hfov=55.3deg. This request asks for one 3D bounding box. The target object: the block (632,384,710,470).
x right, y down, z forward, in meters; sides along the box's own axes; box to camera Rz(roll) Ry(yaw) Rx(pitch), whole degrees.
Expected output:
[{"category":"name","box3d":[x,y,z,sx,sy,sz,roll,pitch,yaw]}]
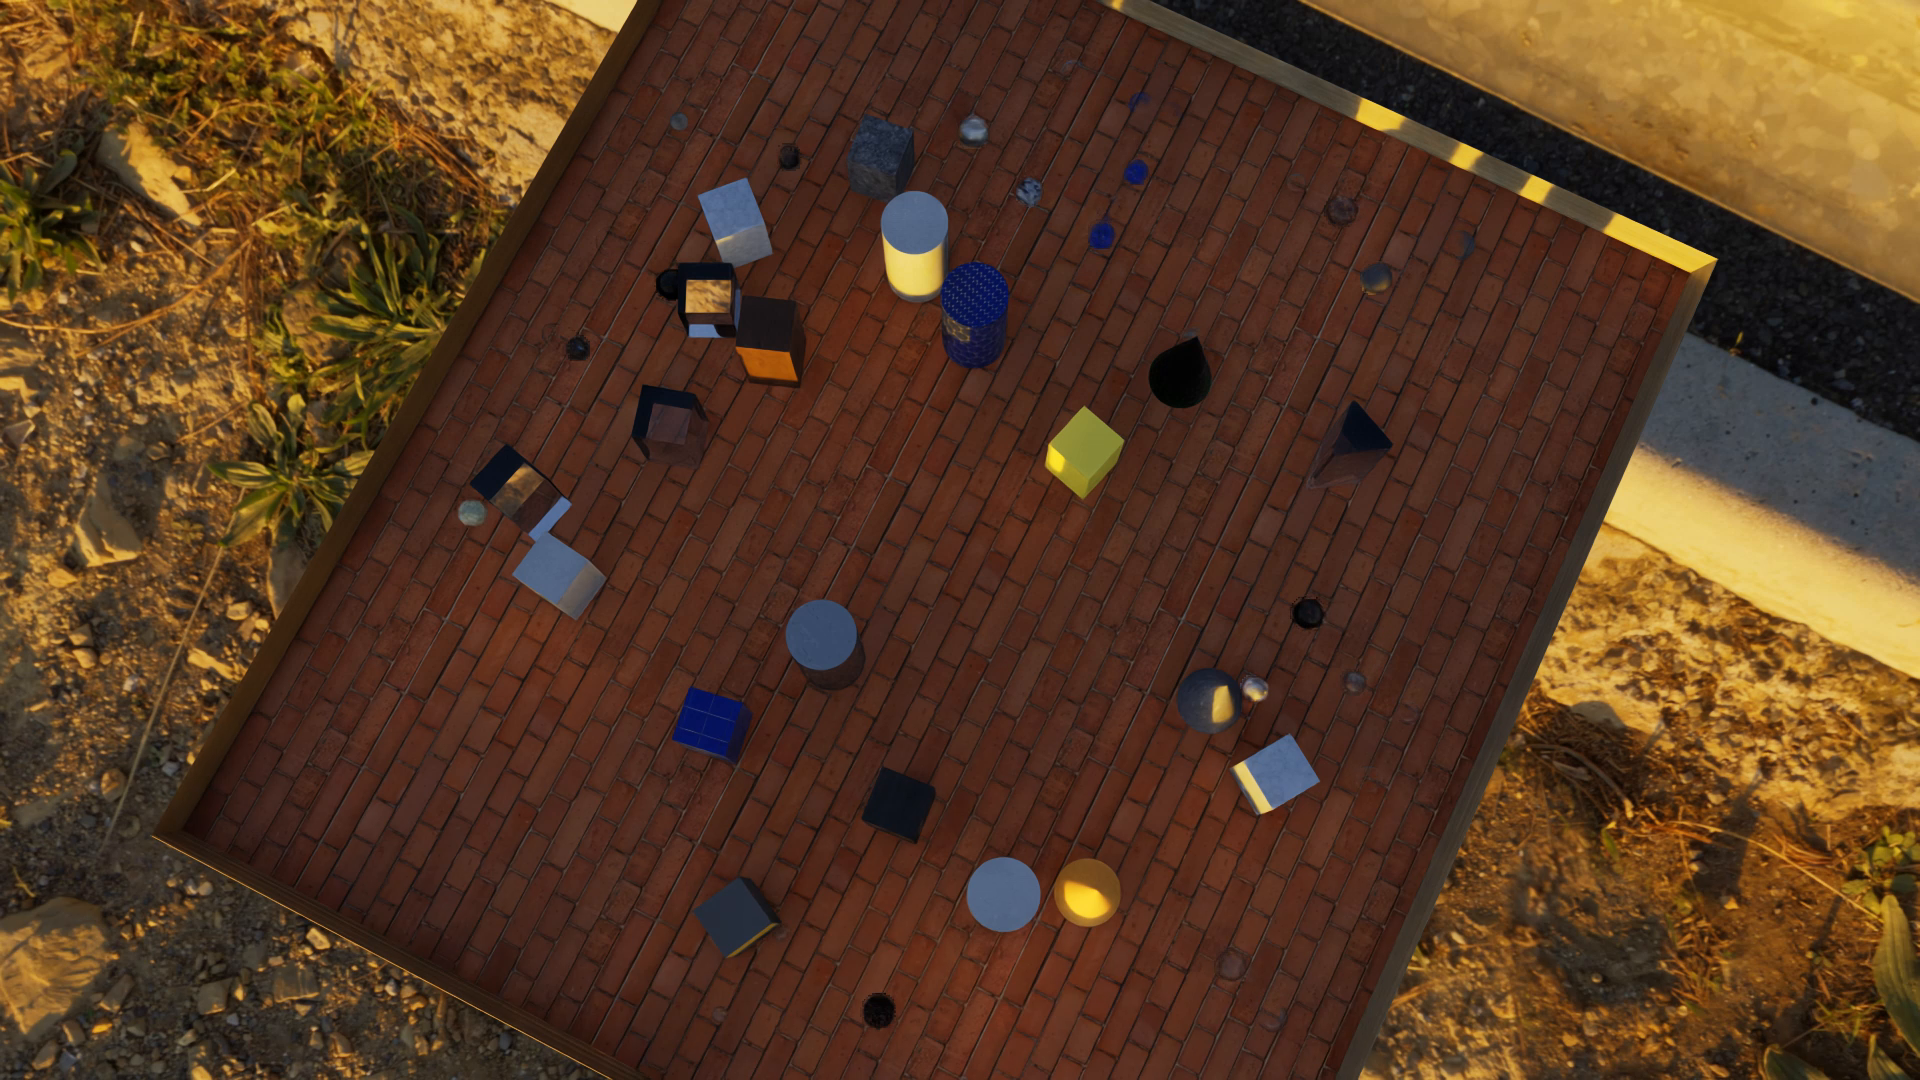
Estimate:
[{"category":"block","box3d":[-0.871,-0.337,5.531,0.159,0.305,0.159,10,78,2]}]

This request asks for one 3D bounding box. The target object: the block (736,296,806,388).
[{"category":"block","box3d":[-0.569,-0.596,5.550,0.159,0.372,0.159,6,78,1]}]

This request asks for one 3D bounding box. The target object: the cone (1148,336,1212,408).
[{"category":"cone","box3d":[0.688,-0.549,5.515,0.199,0.421,0.199,0,78,0]}]

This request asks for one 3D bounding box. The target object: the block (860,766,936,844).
[{"category":"block","box3d":[-0.174,0.770,5.295,0.159,0.318,0.159,21,79,4]}]

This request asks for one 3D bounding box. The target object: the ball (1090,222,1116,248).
[{"category":"ball","box3d":[0.448,-0.962,5.773,0.083,0.083,0.083,0,78,0]}]

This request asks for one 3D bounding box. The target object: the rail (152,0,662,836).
[{"category":"rail","box3d":[-1.502,-0.729,5.701,0.045,0.129,3.673,26,80,5]}]

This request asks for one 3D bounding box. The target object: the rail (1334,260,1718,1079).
[{"category":"rail","box3d":[1.502,0.742,5.396,0.045,0.129,3.673,26,80,5]}]

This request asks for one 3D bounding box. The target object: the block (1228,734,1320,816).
[{"category":"block","box3d":[0.911,0.684,5.330,0.159,0.283,0.159,-30,80,-6]}]

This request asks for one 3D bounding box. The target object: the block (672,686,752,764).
[{"category":"block","box3d":[-0.721,0.545,5.362,0.159,0.278,0.159,17,79,3]}]

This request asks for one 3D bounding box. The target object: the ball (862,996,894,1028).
[{"category":"ball","box3d":[-0.234,1.362,5.288,0.092,0.092,0.092,0,78,0]}]

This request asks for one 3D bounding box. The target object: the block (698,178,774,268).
[{"category":"block","box3d":[-0.694,-0.977,5.684,0.159,0.263,0.159,-21,79,-4]}]

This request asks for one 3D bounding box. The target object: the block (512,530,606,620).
[{"category":"block","box3d":[-1.186,0.109,5.445,0.159,0.291,0.159,33,80,6]}]

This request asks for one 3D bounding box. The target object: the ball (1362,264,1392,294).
[{"category":"ball","box3d":[1.306,-0.818,5.738,0.093,0.093,0.093,0,78,0]}]

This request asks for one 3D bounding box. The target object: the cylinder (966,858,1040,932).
[{"category":"cylinder","box3d":[0.118,1.002,5.165,0.199,0.478,0.199,0,78,0]}]

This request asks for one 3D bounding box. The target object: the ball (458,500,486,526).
[{"category":"ball","box3d":[-1.490,-0.083,5.592,0.082,0.082,0.082,0,78,0]}]

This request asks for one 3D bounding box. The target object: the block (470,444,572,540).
[{"category":"block","box3d":[-1.304,-0.136,5.463,0.159,0.357,0.159,39,81,7]}]

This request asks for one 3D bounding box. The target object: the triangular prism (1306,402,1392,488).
[{"category":"triangular prism","box3d":[1.141,-0.285,5.457,0.172,0.428,0.149,-8,78,-2]}]

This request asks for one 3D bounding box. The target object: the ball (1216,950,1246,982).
[{"category":"ball","box3d":[0.787,1.234,5.316,0.088,0.088,0.088,0,78,0]}]

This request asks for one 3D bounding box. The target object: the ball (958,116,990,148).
[{"category":"ball","box3d":[0.043,-1.298,5.835,0.099,0.099,0.099,0,78,0]}]

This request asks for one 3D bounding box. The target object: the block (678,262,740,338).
[{"category":"block","box3d":[-0.771,-0.737,5.646,0.159,0.240,0.159,0,78,0]}]

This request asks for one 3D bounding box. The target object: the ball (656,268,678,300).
[{"category":"ball","box3d":[-0.901,-0.800,5.731,0.097,0.097,0.097,0,78,0]}]

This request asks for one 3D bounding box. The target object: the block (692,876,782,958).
[{"category":"block","box3d":[-0.633,1.079,5.241,0.159,0.298,0.159,-36,81,-7]}]

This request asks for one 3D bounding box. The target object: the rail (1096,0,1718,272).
[{"category":"rail","box3d":[0.811,-1.581,5.877,3.406,0.129,0.045,26,80,5]}]

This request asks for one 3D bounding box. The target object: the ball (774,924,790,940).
[{"category":"ball","box3d":[-0.520,1.147,5.355,0.047,0.047,0.047,0,78,0]}]

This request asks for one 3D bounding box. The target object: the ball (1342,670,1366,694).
[{"category":"ball","box3d":[1.181,0.428,5.491,0.073,0.073,0.073,0,78,0]}]

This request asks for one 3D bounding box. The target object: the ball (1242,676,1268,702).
[{"category":"ball","box3d":[0.881,0.445,5.458,0.077,0.077,0.077,0,78,0]}]

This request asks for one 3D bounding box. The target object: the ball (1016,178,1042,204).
[{"category":"ball","box3d":[0.221,-1.104,5.803,0.083,0.083,0.083,0,78,0]}]

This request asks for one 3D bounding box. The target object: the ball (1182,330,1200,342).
[{"category":"ball","box3d":[0.722,-0.629,5.718,0.057,0.057,0.057,0,78,0]}]

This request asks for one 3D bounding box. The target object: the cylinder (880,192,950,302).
[{"category":"cylinder","box3d":[-0.133,-0.887,5.583,0.199,0.426,0.199,0,78,0]}]

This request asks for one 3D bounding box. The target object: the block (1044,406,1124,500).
[{"category":"block","box3d":[0.373,-0.260,5.532,0.159,0.271,0.159,41,81,8]}]

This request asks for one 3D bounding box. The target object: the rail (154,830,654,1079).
[{"category":"rail","box3d":[-0.811,1.595,5.220,3.406,0.129,0.045,26,80,5]}]

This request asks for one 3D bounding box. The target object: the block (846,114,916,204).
[{"category":"block","box3d":[-0.245,-1.186,5.735,0.159,0.249,0.159,20,79,4]}]

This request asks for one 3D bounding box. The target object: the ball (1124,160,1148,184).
[{"category":"ball","box3d":[0.561,-1.170,5.821,0.075,0.075,0.075,0,78,0]}]

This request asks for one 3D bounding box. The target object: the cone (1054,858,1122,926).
[{"category":"cone","box3d":[0.376,0.998,5.205,0.199,0.402,0.199,0,78,0]}]

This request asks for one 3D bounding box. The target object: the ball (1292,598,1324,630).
[{"category":"ball","box3d":[1.050,0.222,5.523,0.093,0.093,0.093,0,78,0]}]

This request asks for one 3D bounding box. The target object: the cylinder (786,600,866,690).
[{"category":"cylinder","box3d":[-0.385,0.310,5.313,0.199,0.468,0.199,0,78,0]}]

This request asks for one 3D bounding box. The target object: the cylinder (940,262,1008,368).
[{"category":"cylinder","box3d":[0.044,-0.674,5.547,0.199,0.411,0.199,0,78,0]}]

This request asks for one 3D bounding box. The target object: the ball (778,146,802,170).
[{"category":"ball","box3d":[-0.543,-1.217,5.830,0.076,0.076,0.076,0,78,0]}]

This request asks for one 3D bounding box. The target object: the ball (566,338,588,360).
[{"category":"ball","box3d":[-1.191,-0.595,5.705,0.070,0.070,0.070,0,78,0]}]

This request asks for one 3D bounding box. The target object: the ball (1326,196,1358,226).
[{"category":"ball","box3d":[1.206,-1.038,5.782,0.096,0.096,0.096,0,78,0]}]

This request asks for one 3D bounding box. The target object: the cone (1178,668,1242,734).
[{"category":"cone","box3d":[0.752,0.447,5.337,0.199,0.366,0.199,0,78,0]}]
